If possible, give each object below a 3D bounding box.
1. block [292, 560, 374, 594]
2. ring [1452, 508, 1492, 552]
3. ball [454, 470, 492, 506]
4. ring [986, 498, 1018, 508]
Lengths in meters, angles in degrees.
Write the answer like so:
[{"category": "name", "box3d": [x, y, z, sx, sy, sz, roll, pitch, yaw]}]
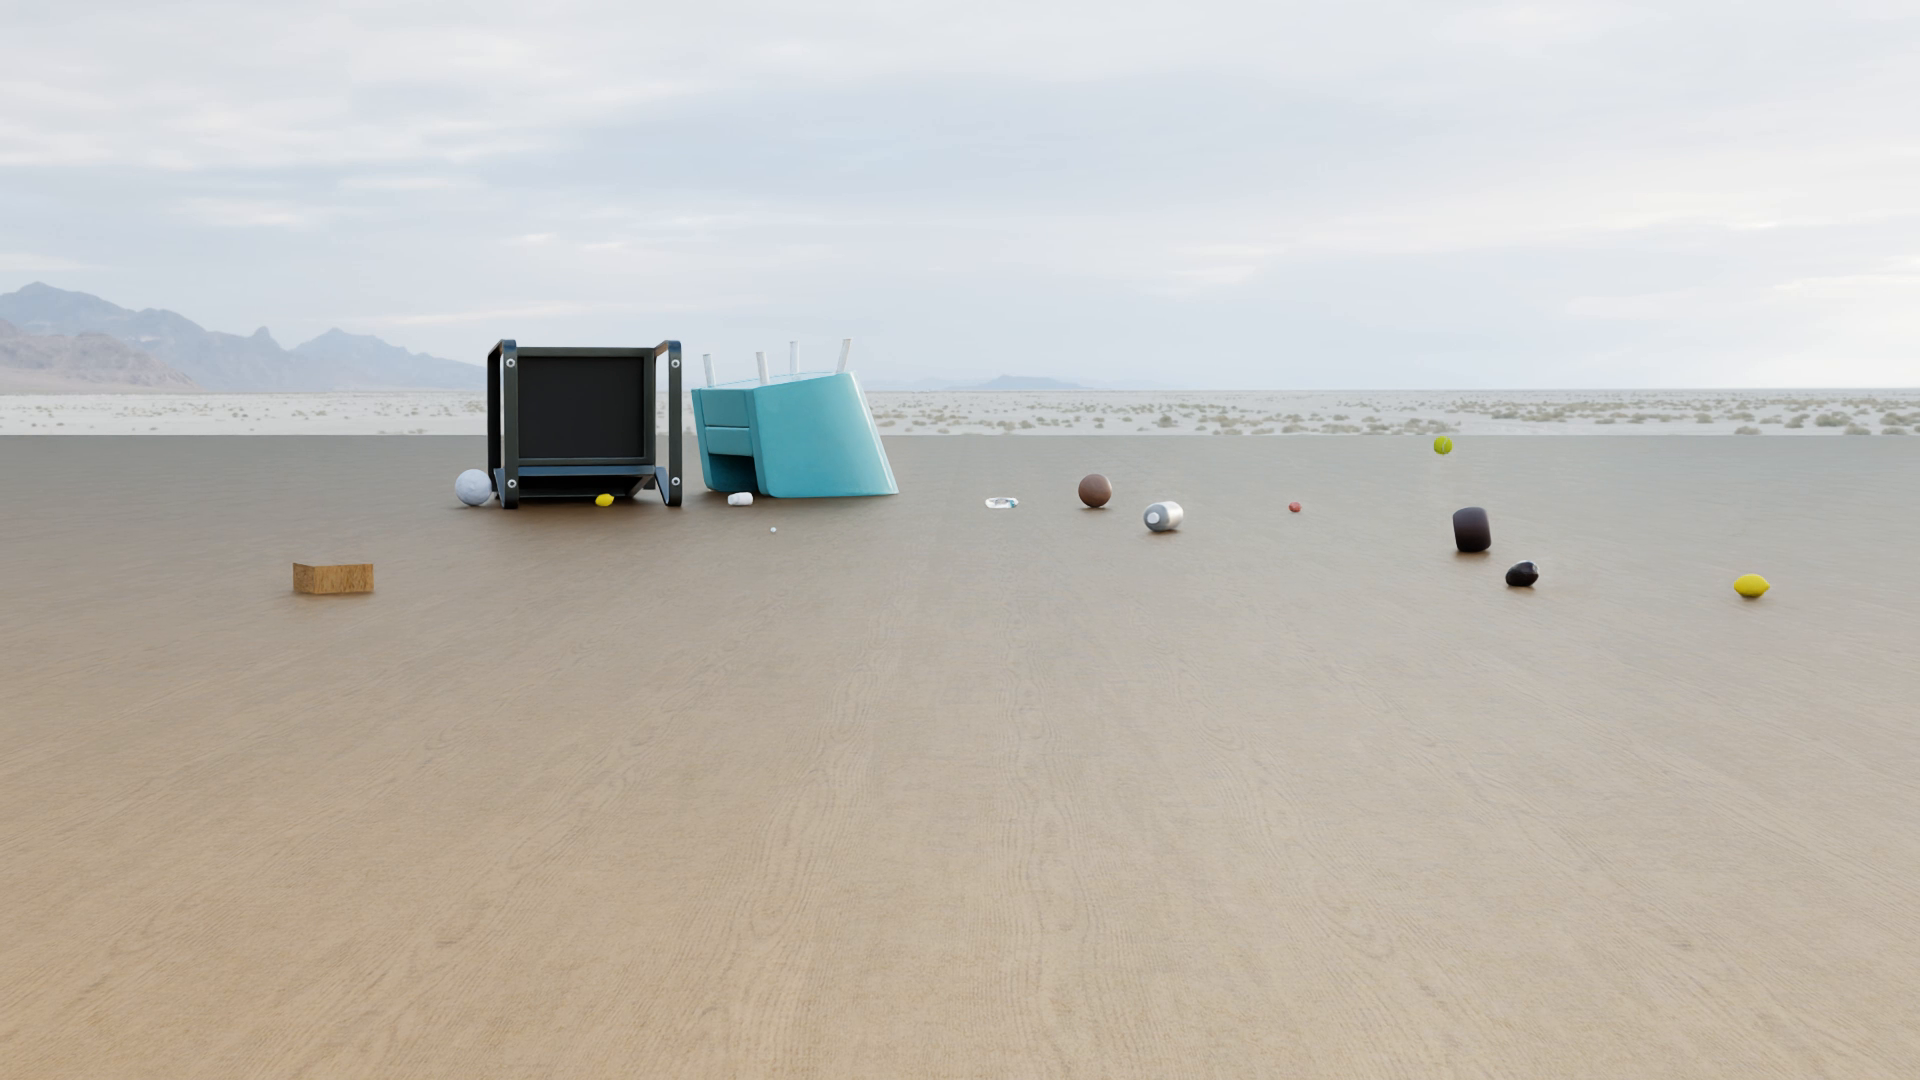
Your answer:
[{"category": "block", "box3d": [-1.402, 0.082, 4.916, 0.134, 0.060, 0.139, -3, 5, -35]}, {"category": "ring", "box3d": [1.420, -0.029, 6.097, 0.095, 0.123, 0.210, -8, -11, 14]}, {"category": "ball", "box3d": [-1.870, -0.202, 8.455, 0.141, 0.141, 0.141, 0, 4, 0]}, {"category": "ring", "box3d": [0.159, -0.141, 8.346, 0.124, 0.035, 0.091, 0, 5, 13]}]
